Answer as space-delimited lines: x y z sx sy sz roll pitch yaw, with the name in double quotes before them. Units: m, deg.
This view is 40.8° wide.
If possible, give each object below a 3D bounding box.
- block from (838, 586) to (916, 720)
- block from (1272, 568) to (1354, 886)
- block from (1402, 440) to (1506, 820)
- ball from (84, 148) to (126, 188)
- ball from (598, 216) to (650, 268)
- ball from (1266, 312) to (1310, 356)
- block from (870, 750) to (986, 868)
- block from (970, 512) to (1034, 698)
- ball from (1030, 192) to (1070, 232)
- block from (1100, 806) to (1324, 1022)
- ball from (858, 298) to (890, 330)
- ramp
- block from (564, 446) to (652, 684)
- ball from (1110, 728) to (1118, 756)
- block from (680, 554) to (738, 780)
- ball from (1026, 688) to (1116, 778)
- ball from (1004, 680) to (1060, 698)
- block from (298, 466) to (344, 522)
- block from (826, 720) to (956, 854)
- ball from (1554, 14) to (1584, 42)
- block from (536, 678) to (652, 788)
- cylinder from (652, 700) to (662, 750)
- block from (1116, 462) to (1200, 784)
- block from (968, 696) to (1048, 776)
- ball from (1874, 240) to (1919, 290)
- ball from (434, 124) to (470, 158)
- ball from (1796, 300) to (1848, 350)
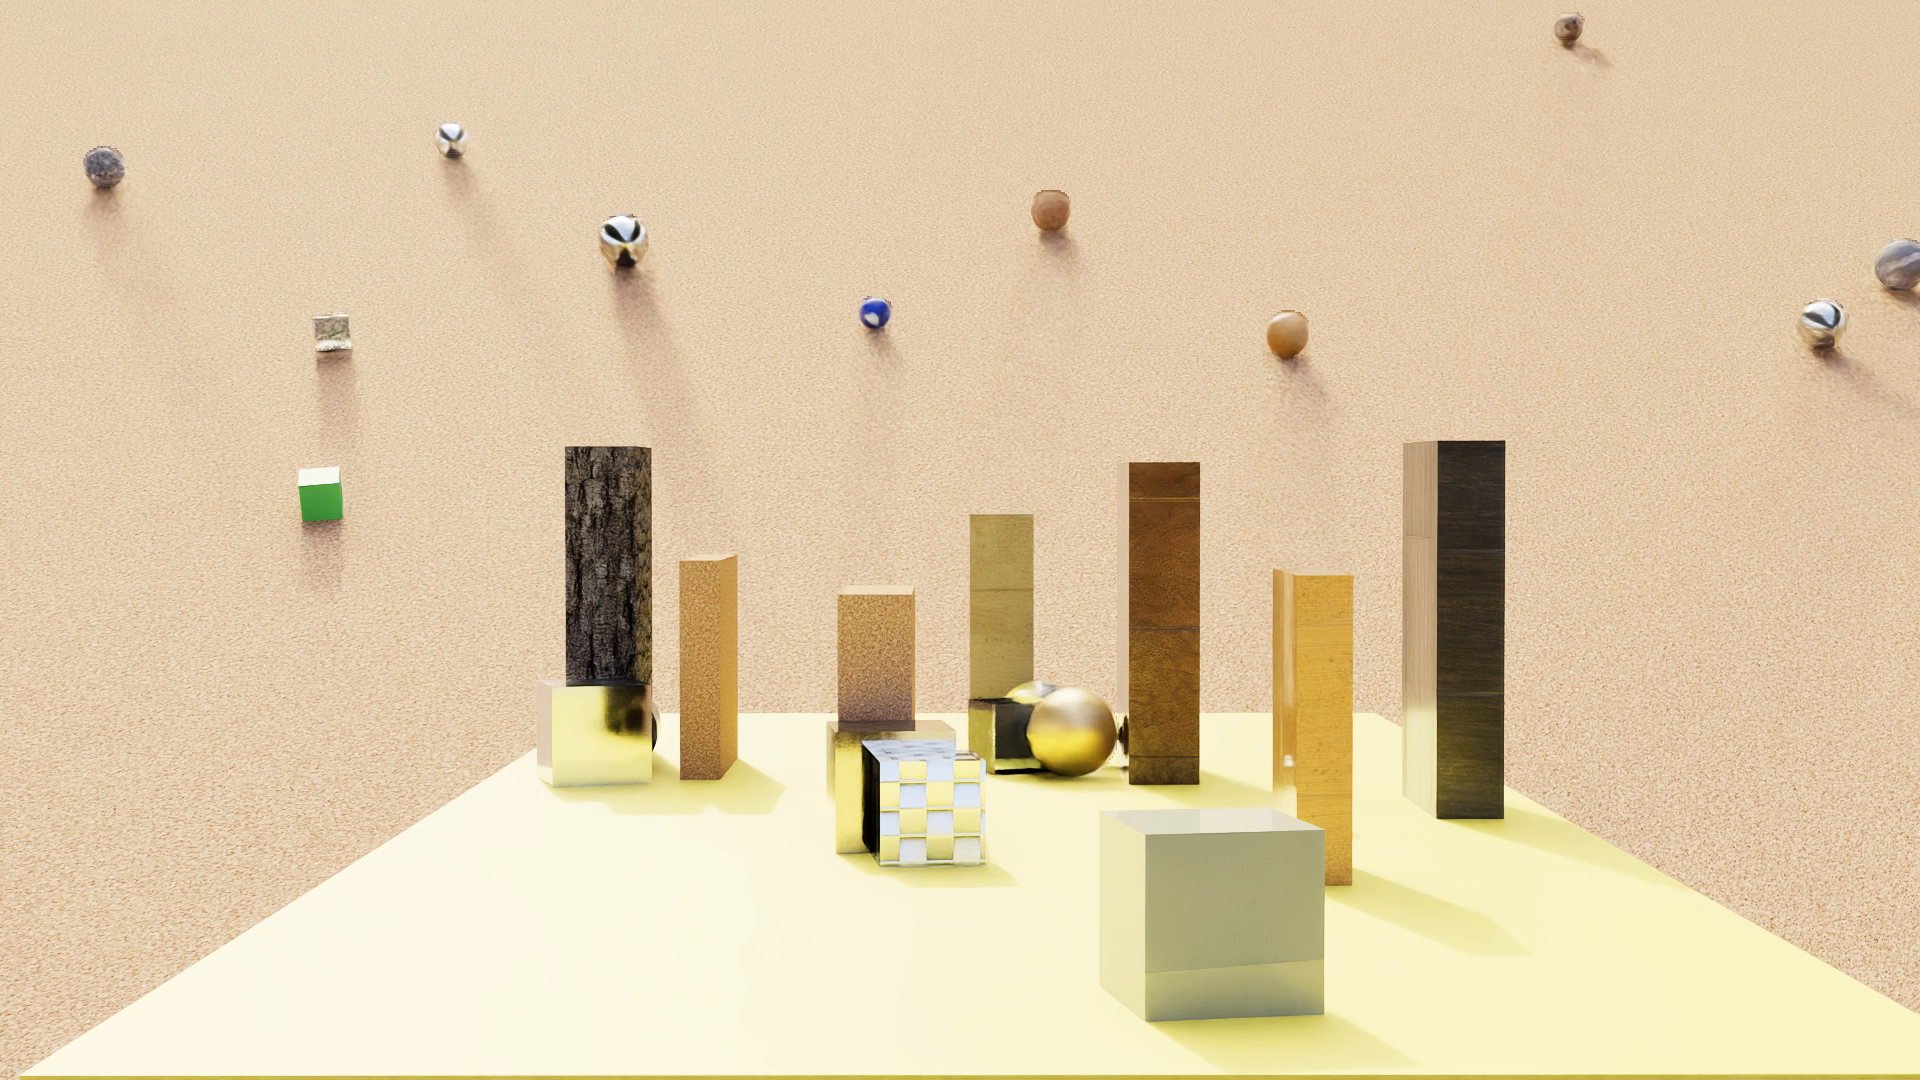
"block" -0.143 0.288 4.491 0.123 0.403 0.377 0 1 0
"block" 0.533 0.275 3.912 0.082 0.454 0.288 0 1 0
"block" 0.892 0.153 4.680 0.119 0.662 0.349 0 1 0
"ball" -3.511 -1.526 10.594 0.160 0.160 0.160 0 26 0
"ball" -1.271 -1.127 9.747 0.191 0.191 0.191 0 26 0
"ball" 1.136 -0.712 8.951 0.151 0.151 0.151 0 26 0
"block" -0.052 0.419 4.032 0.163 0.163 0.163 0 1 -7
"block" 0.090 0.202 5.665 0.137 0.521 0.247 0 1 0
"ball" 0.355 -1.289 10.117 0.154 0.154 0.154 0 26 0
"block" 0.284 0.422 2.941 0.206 0.206 0.206 0 1 -11
"ball" -0.303 -0.806 9.183 0.113 0.113 0.113 0 26 0
"ramp" 0.059 0.537 4.574 2.000 0.100 4.000 0 1 0
"block" -0.750 0.134 5.528 0.147 0.665 0.285 0 1 0
"ball" 0.266 0.407 5.357 0.125 0.125 0.125 0 26 0
"block" -0.516 0.253 5.316 0.080 0.435 0.415 0 1 0
"ball" 0.223 0.385 5.156 0.179 0.179 0.179 0 26 0
"ball" 0.163 0.381 5.460 0.171 0.171 0.171 0 26 0
"block" -1.937 -0.140 7.824 0.119 0.119 0.119 -5 27 -10
"block" -0.114 0.399 4.203 0.194 0.194 0.194 0 1 -7
"ball" 2.968 -2.497 12.587 0.141 0.141 0.141 0 26 0
"block" -0.725 0.379 5.101 0.194 0.194 0.194 0 1 -18
"cylinder" -0.702 0.388 5.305 0.167 0.167 0.167 -2 1 -4
"block" 0.397 0.159 5.204 0.138 0.628 0.373 0 1 0
"block" 0.109 0.400 5.284 0.143 0.143 0.143 -1 1 -22
"ball" 3.473 -1.013 9.523 0.185 0.185 0.185 0 26 0
"ball" -2.156 -1.691 10.943 0.147 0.147 0.147 0 26 0
"ball" 3.009 -0.749 9.005 0.169 0.169 0.169 0 26 0
